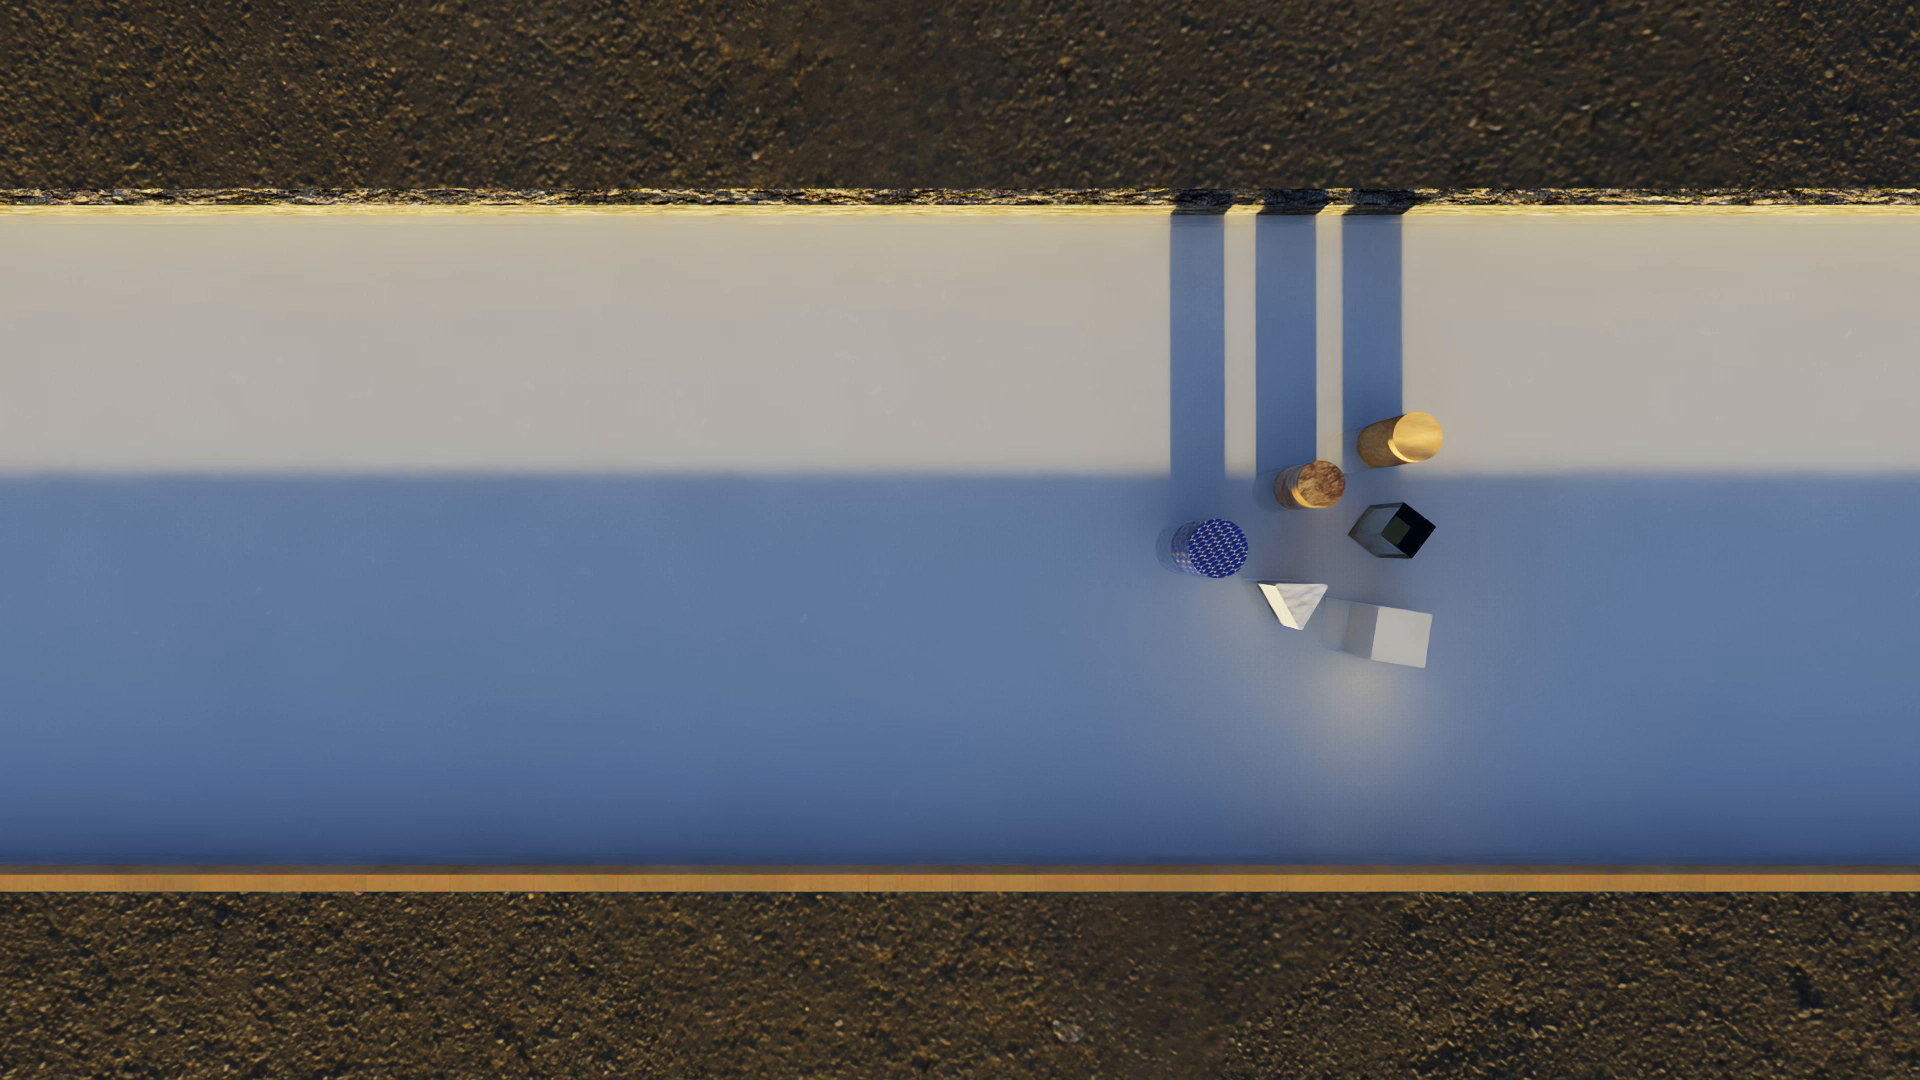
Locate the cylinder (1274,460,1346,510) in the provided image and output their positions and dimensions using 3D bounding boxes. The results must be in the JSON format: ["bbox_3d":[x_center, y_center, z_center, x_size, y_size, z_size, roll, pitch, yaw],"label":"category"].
[{"bbox_3d":[1.031,-0.160,4.889,0.135,0.374,0.135,0,90,0],"label":"cylinder"}]

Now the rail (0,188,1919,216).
[{"bbox_3d":[-2.247,-1.025,5.002,12.000,0.150,0.050,0,90,0],"label":"rail"}]

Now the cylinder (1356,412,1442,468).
[{"bbox_3d":[1.292,-0.292,4.864,0.141,0.424,0.141,0,90,0],"label":"cylinder"}]

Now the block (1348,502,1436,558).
[{"bbox_3d":[1.273,-0.027,4.881,0.115,0.391,0.115,37,90,0],"label":"block"}]

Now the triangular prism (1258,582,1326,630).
[{"bbox_3d":[0.970,0.162,4.926,0.130,0.301,0.150,31,90,0],"label":"triangular prism"}]

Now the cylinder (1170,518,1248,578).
[{"bbox_3d":[0.733,0.024,4.878,0.169,0.397,0.169,0,90,0],"label":"cylinder"}]

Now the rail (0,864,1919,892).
[{"bbox_3d":[-2.247,1.025,5.001,12.000,0.150,0.050,0,90,0],"label":"rail"}]

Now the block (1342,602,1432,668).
[{"bbox_3d":[1.268,0.278,4.905,0.156,0.343,0.156,9,90,0],"label":"block"}]
